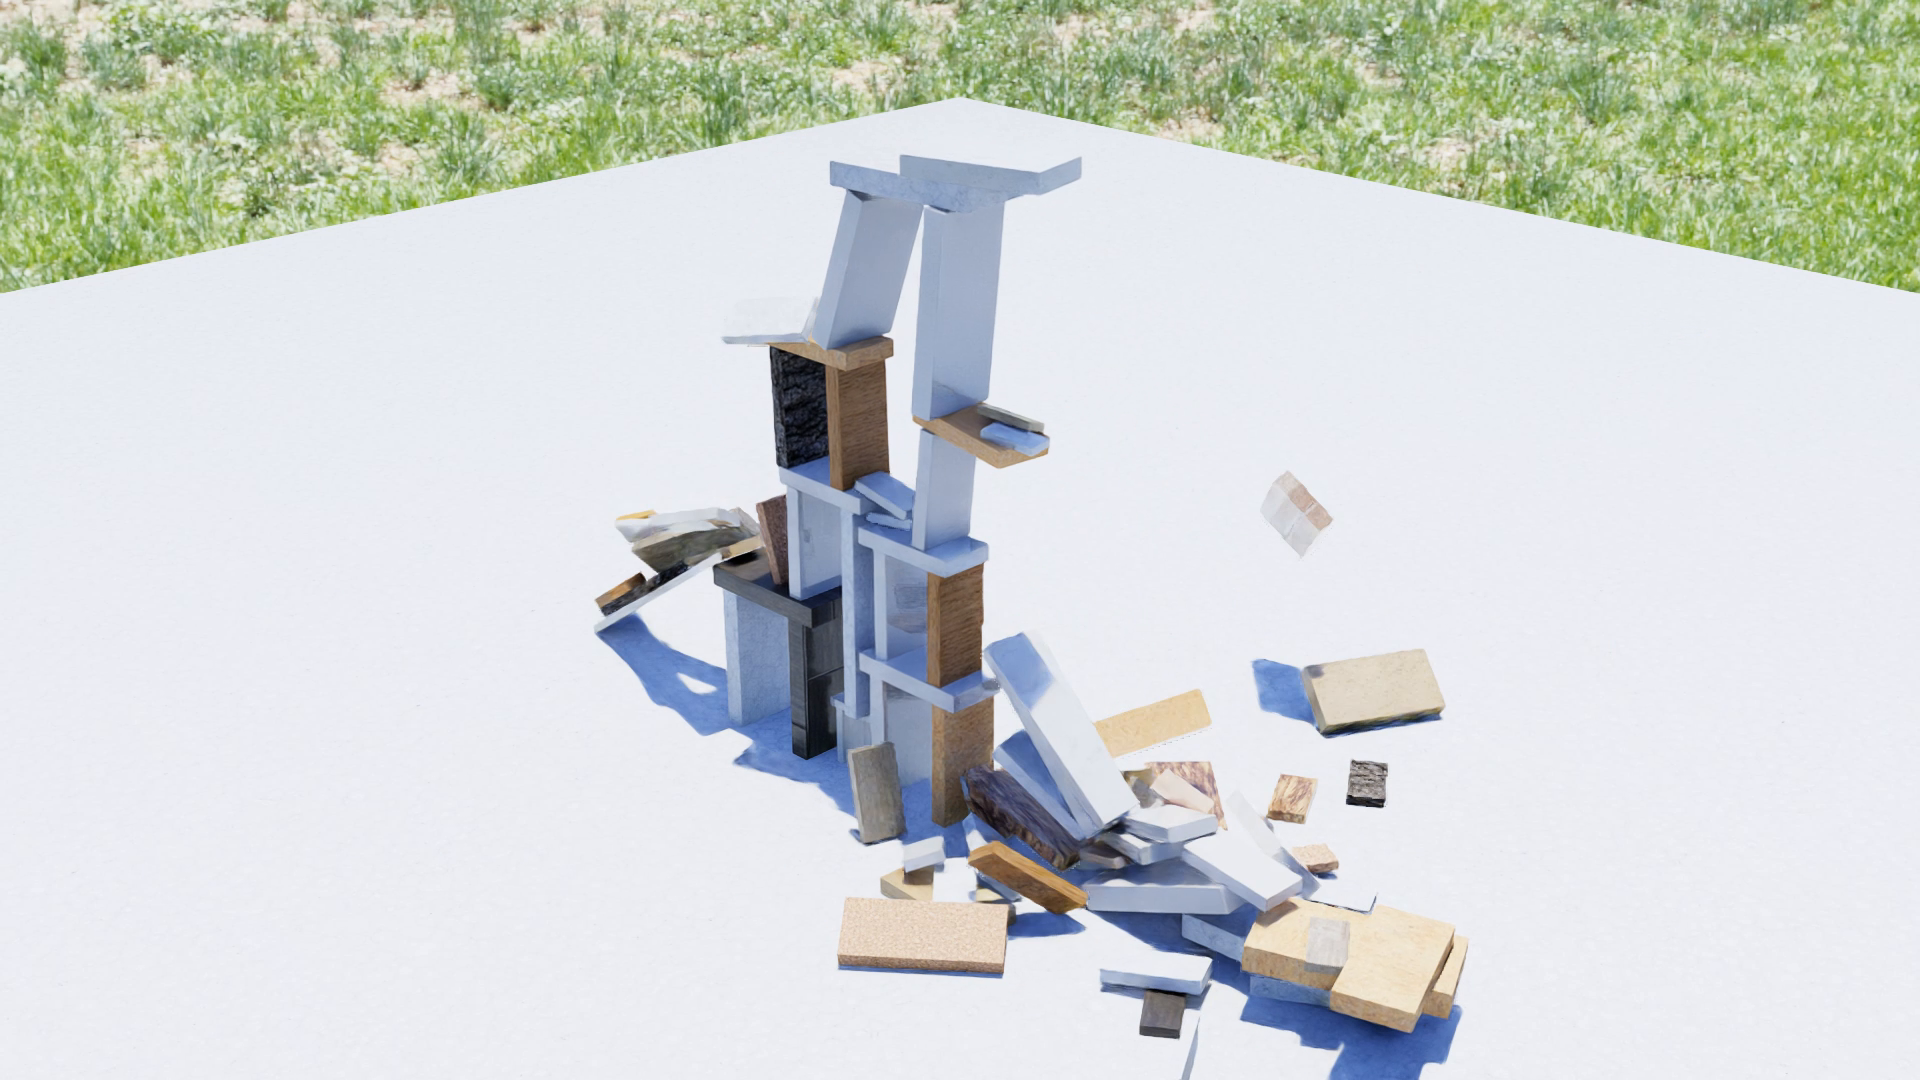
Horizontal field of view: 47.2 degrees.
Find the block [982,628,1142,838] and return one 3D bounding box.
[{"bbox_3d":[0.193,0.362,4.170,0.123,0.035,0.410,-16,69,-39],"label":"block"}]

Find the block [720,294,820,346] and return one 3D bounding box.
[{"bbox_3d":[-0.373,-0.434,4.340,0.192,0.027,0.096,0,56,30],"label":"block"}]

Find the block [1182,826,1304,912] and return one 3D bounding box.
[{"bbox_3d":[0.497,0.580,3.882,0.098,0.028,0.195,-21,36,-38],"label":"block"}]

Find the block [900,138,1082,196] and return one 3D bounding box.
[{"bbox_3d":[0.054,-0.662,3.899,0.290,0.041,0.145,13,27,30],"label":"block"}]

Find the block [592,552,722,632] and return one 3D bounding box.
[{"bbox_3d":[-0.689,0.123,4.954,0.062,0.017,0.701,-33,4,-30],"label":"block"}]

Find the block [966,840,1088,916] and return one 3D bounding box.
[{"bbox_3d":[0.124,0.623,4.044,0.212,0.091,0.026,33,57,-19],"label":"block"}]

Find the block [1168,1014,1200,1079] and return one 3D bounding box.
[{"bbox_3d":[0.367,0.867,3.627,0.020,0.071,0.186,7,24,14],"label":"block"}]

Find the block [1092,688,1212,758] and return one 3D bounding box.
[{"bbox_3d":[0.383,0.368,4.383,0.235,0.079,0.022,-17,-8,-15],"label":"block"}]

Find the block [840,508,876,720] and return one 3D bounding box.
[{"bbox_3d":[-0.181,0.136,4.474,0.123,0.461,0.035,-21,31,-40],"label":"block"}]

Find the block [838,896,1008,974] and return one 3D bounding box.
[{"bbox_3d":[-0.066,0.714,3.974,0.298,0.035,0.123,2,47,5],"label":"block"}]

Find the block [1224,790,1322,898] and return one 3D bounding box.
[{"bbox_3d":[0.589,0.572,4.152,0.035,0.123,0.247,-43,22,4],"label":"block"}]

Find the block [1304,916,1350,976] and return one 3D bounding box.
[{"bbox_3d":[0.625,0.691,3.742,0.069,0.020,0.138,6,25,10],"label":"block"}]

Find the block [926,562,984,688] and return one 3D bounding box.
[{"bbox_3d":[-0.009,0.157,4.289,0.034,0.241,0.121,21,31,40],"label":"block"}]

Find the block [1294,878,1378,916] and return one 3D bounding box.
[{"bbox_3d":[0.701,0.674,4.144,0.155,0.022,0.077,9,25,20],"label":"block"}]

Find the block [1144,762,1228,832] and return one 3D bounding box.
[{"bbox_3d":[0.455,0.532,4.456,0.138,0.039,0.275,0,23,-1],"label":"block"}]

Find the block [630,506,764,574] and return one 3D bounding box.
[{"bbox_3d":[-0.589,0.004,4.951,0.366,0.096,0.027,-16,43,41],"label":"block"}]

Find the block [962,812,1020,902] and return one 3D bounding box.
[{"bbox_3d":[0.061,0.607,4.218,0.098,0.028,0.195,40,12,-21],"label":"block"}]

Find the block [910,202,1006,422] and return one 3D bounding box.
[{"bbox_3d":[-0.004,-0.429,4.042,0.047,0.401,0.167,25,34,35],"label":"block"}]

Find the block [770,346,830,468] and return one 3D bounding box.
[{"bbox_3d":[-0.319,-0.284,4.456,0.127,0.254,0.036,-21,28,-40],"label":"block"}]

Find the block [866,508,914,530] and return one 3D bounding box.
[{"bbox_3d":[-0.111,-0.047,4.327,0.072,0.020,0.143,-21,22,-40],"label":"block"}]

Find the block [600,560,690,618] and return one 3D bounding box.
[{"bbox_3d":[-0.734,0.115,5.079,0.090,0.026,0.552,-32,4,-22],"label":"block"}]

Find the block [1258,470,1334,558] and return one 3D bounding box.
[{"bbox_3d":[0.736,-0.055,4.833,0.041,0.145,0.290,-40,-10,-7],"label":"block"}]

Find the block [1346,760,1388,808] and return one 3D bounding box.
[{"bbox_3d":[0.842,0.503,4.546,0.077,0.022,0.155,5,23,11],"label":"block"}]

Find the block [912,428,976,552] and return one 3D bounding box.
[{"bbox_3d":[-0.028,-0.110,4.204,0.123,0.247,0.035,-21,37,-40],"label":"block"}]

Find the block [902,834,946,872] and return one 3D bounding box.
[{"bbox_3d":[-0.067,0.599,4.208,0.079,0.022,0.157,-18,2,1],"label":"block"}]

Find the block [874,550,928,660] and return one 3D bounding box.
[{"bbox_3d":[-0.115,0.109,4.402,0.121,0.241,0.034,-21,30,-40],"label":"block"}]

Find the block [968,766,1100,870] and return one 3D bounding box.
[{"bbox_3d":[0.149,0.535,4.289,0.117,0.033,0.261,-24,47,-37],"label":"block"}]

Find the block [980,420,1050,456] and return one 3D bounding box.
[{"bbox_3d":[0.100,-0.185,4.004,0.114,0.016,0.057,22,32,30],"label":"block"}]

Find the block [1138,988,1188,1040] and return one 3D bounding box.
[{"bbox_3d":[0.354,0.813,3.818,0.071,0.020,0.142,4,23,9],"label":"block"}]

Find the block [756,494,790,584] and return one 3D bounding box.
[{"bbox_3d":[-0.369,-0.004,4.618,0.087,0.175,0.025,-21,13,-41],"label":"block"}]

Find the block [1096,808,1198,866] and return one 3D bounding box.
[{"bbox_3d":[0.348,0.553,4.111,0.117,0.033,0.234,-11,8,-16],"label":"block"}]

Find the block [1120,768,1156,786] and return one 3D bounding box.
[{"bbox_3d":[0.302,0.510,4.389,0.182,0.091,0.026,-8,-2,16],"label":"block"}]

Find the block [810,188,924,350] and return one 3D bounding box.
[{"bbox_3d":[-0.173,-0.528,4.191,0.167,0.334,0.047,-21,51,-39],"label":"block"}]

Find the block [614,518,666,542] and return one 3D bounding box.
[{"bbox_3d":[-0.735,-0.022,5.084,0.123,0.062,0.017,-2,50,37],"label":"block"}]

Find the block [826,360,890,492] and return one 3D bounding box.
[{"bbox_3d":[-0.201,-0.235,4.342,0.127,0.254,0.036,-21,29,-40],"label":"block"}]

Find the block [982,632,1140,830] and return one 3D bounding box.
[{"bbox_3d":[0.188,0.354,4.116,0.091,0.026,0.389,-27,77,-33],"label":"block"}]

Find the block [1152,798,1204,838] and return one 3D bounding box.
[{"bbox_3d":[0.457,0.564,4.220,0.183,0.026,0.091,38,-7,-16],"label":"block"}]

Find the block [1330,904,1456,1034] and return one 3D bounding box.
[{"bbox_3d":[0.726,0.713,3.677,0.138,0.039,0.275,13,27,22],"label":"block"}]

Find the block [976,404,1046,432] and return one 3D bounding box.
[{"bbox_3d":[0.094,-0.225,4.060,0.114,0.016,0.057,21,11,30],"label":"block"}]

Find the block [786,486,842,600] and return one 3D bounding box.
[{"bbox_3d":[-0.297,-0.009,4.538,0.035,0.246,0.123,21,31,40],"label":"block"}]

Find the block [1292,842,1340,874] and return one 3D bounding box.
[{"bbox_3d":[0.651,0.617,4.231,0.138,0.020,0.069,-6,24,-14],"label":"block"}]
